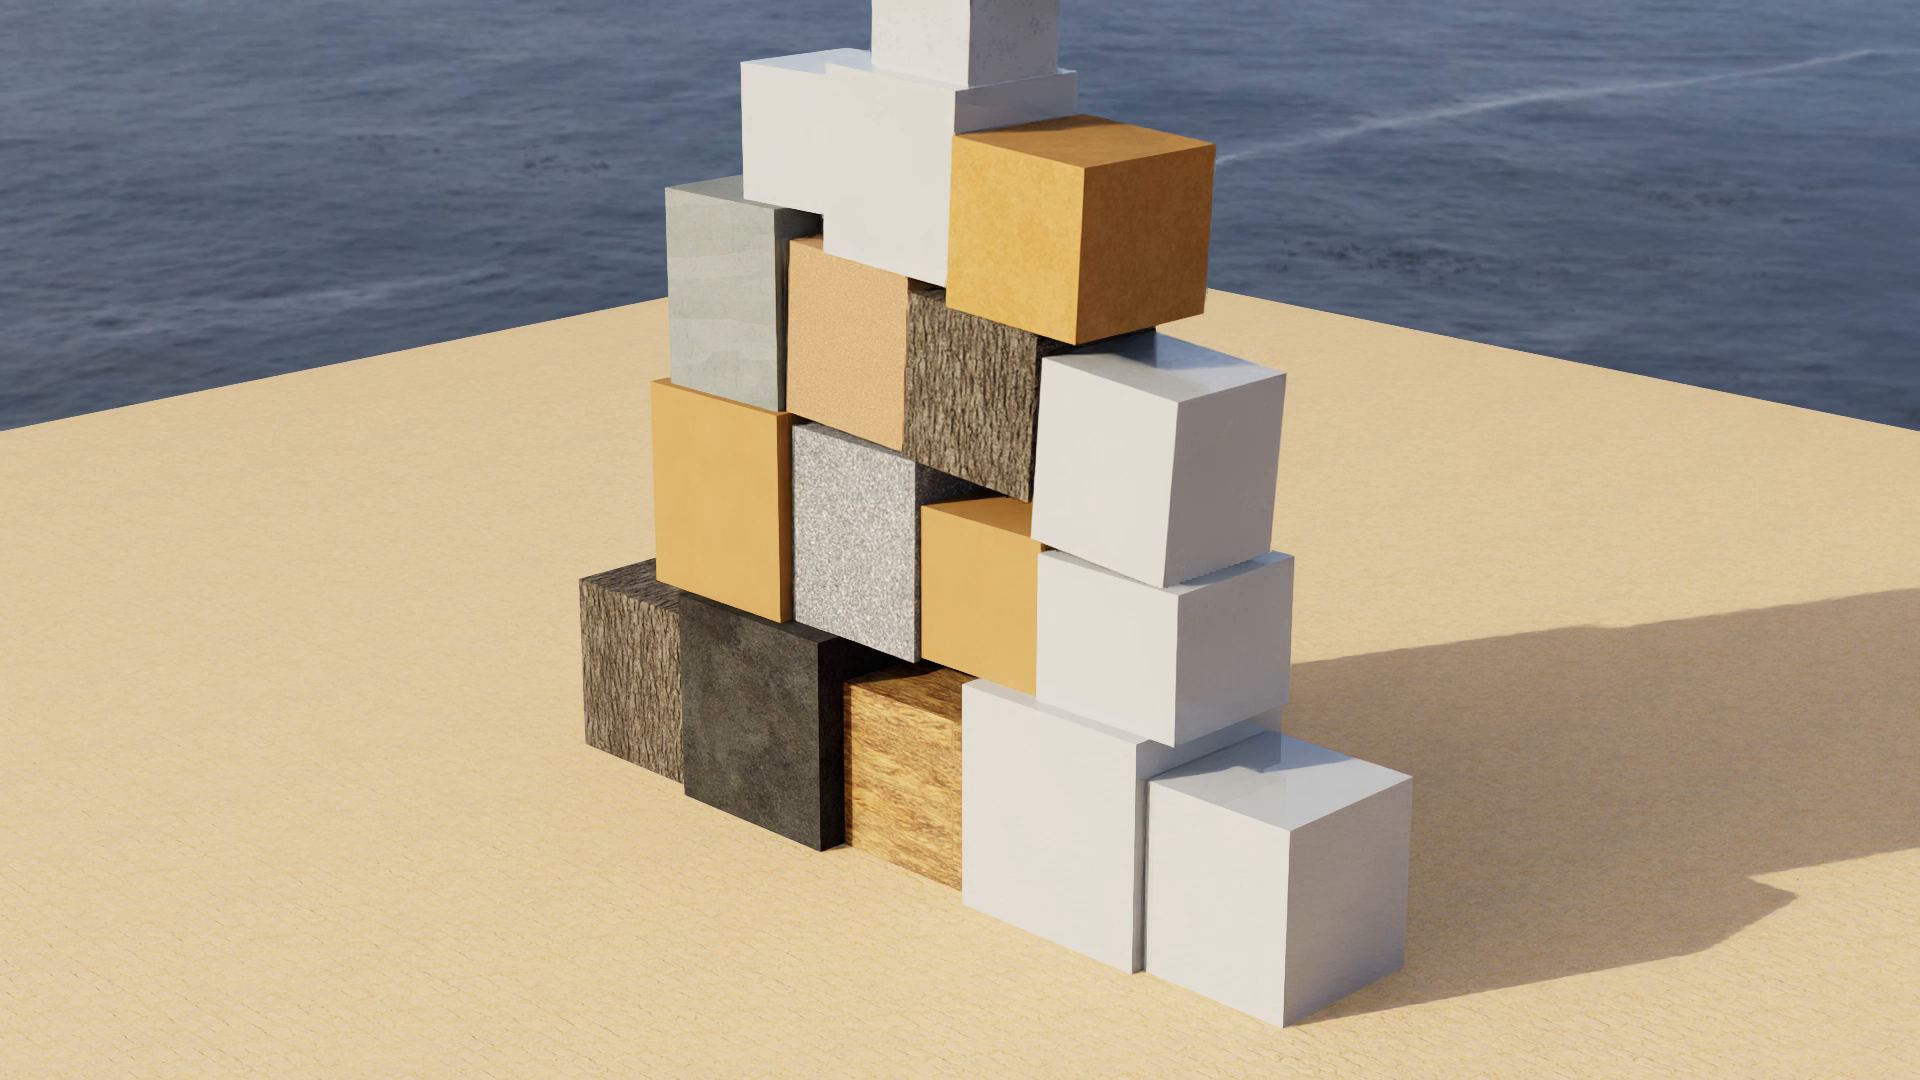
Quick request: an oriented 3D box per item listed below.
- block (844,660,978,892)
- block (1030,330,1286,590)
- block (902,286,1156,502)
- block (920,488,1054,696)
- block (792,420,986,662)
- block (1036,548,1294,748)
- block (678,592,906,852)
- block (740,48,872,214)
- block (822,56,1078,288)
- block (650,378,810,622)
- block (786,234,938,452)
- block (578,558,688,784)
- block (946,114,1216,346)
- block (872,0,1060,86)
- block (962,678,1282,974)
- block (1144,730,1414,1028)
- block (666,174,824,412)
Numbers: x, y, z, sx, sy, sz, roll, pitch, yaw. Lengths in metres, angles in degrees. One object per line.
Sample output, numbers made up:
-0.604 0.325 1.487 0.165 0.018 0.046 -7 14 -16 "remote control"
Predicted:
0.026 1.054 13.637 0.745 0.811 0.856 -17 24 -42 "block"
0.830 -0.351 12.332 0.690 0.803 0.748 -17 28 -42 "block"
0.299 -0.695 12.804 0.749 0.750 0.766 -17 27 -42 "block"
0.328 0.192 13.049 0.691 0.713 0.732 -17 24 -42 "block"
-0.221 -0.066 13.541 0.757 0.941 0.812 -17 25 -42 "block"
0.874 0.378 12.539 0.753 0.662 0.785 -17 24 -42 "block"
-0.619 0.746 14.246 1.080 1.034 0.988 -17 24 -42 "block"
-0.558 -1.866 13.334 0.650 0.623 0.568 -17 24 -42 "block"
-0.048 -1.654 12.863 0.752 0.846 0.797 -17 27 -42 "block"
-0.829 -0.283 14.132 0.927 0.997 0.904 -17 24 -42 "block"
-0.247 -0.948 13.316 0.751 0.801 0.768 -17 27 -42 "block"
-1.296 0.619 14.893 0.886 0.889 0.877 -17 24 -42 "block"
0.505 -1.328 12.387 0.810 0.736 0.753 -17 27 -42 "block"
0.024 -2.301 12.601 0.546 0.551 0.593 -17 27 -42 "block"
0.710 1.138 12.976 0.962 1.048 1.019 -17 24 -42 "block"
1.340 1.414 12.390 0.819 0.873 0.760 -17 24 -42 "block"
-0.821 -1.200 13.818 0.804 0.939 0.763 -17 24 -42 "block"
